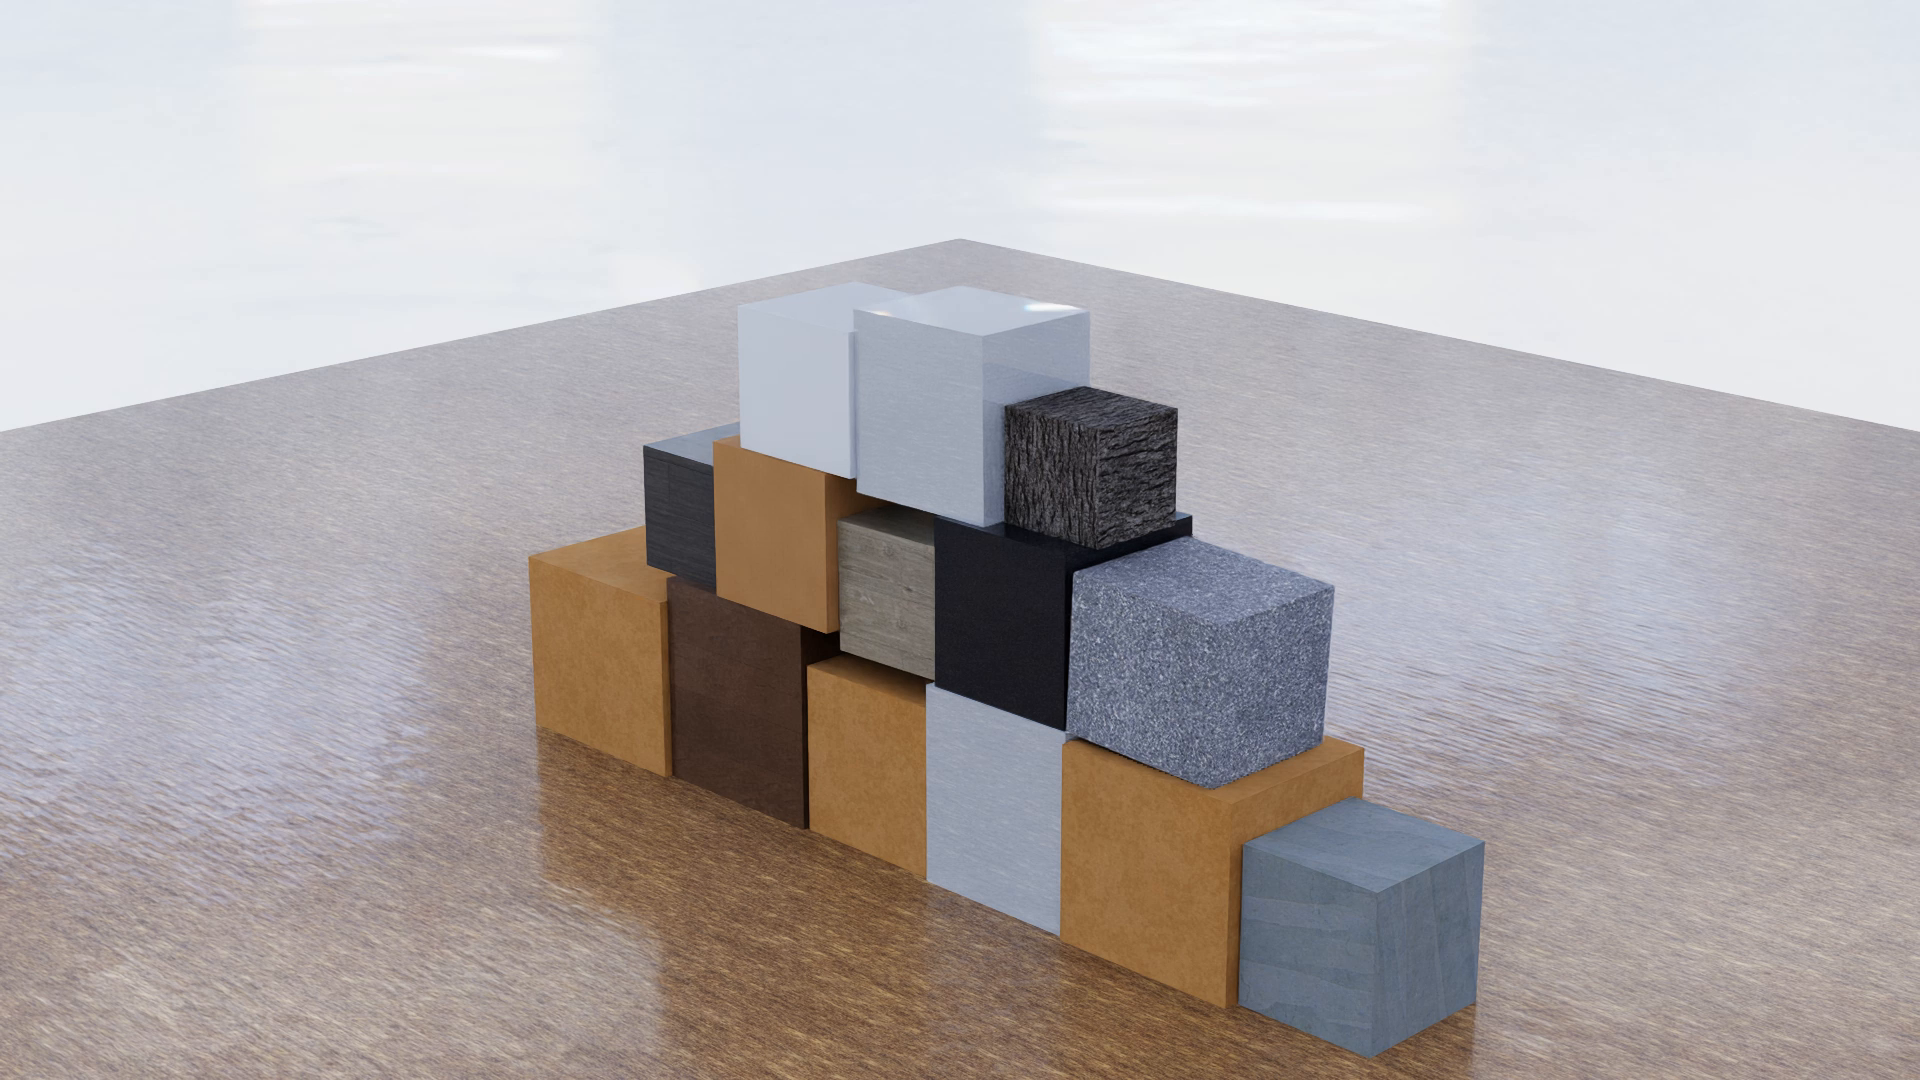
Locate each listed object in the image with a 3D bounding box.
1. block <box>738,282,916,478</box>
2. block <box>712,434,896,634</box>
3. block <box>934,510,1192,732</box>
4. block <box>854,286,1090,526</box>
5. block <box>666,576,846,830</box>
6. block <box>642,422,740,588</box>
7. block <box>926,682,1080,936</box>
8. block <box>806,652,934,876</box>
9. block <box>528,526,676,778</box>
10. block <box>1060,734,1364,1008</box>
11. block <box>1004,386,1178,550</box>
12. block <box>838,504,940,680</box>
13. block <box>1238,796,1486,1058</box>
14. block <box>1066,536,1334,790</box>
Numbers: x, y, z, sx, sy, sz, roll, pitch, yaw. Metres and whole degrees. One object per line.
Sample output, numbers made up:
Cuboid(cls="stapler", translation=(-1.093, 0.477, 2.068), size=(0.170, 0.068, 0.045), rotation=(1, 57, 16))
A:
Cuboid(cls="block", translation=(-0.499, -0.755, 13.602), size=(0.742, 0.676, 0.749), rotation=(-17, 24, -42))
Cuboid(cls="block", translation=(-0.590, -0.107, 13.946), size=(0.846, 0.768, 0.780), rotation=(-17, 24, -42))
Cuboid(cls="block", translation=(0.455, 0.273, 12.977), size=(0.819, 0.792, 0.784), rotation=(-17, 24, -42))
Cuboid(cls="block", translation=(0.054, -0.612, 13.069), size=(0.676, 0.845, 0.802), rotation=(-17, 23, -42))
Cuboid(cls="block", translation=(-0.797, 0.696, 14.401), size=(0.821, 1.037, 0.973), rotation=(-17, 24, -42))
Cuboid(cls="block", translation=(-1.091, -0.180, 14.434), size=(0.693, 0.615, 0.600), rotation=(-17, 24, -42))
Cuboid(cls="block", translation=(0.448, 1.103, 13.246), size=(0.845, 0.953, 0.851), rotation=(-17, 24, -42))
Cuboid(cls="block", translation=(-0.168, 0.991, 13.813), size=(0.737, 0.827, 0.813), rotation=(-17, 24, -42))
Cuboid(cls="block", translation=(-1.530, 0.539, 15.101), size=(0.876, 0.916, 1.056), rotation=(-17, 24, -42))
Cuboid(cls="block", translation=(1.079, 1.315, 12.633), size=(0.881, 0.916, 0.938), rotation=(-17, 24, -42))
Cuboid(cls="block", translation=(0.564, -0.320, 12.668), size=(0.497, 0.525, 0.552), rotation=(-17, 24, -42))
Cuboid(cls="block", translation=(-0.073, 0.199, 13.500), size=(0.703, 0.629, 0.670), rotation=(-17, 23, -42))
Cuboid(cls="block", translation=(1.654, 1.582, 12.104), size=(0.722, 0.723, 0.683), rotation=(-17, 24, -42))
Cuboid(cls="block", translation=(1.011, 0.505, 12.413), size=(0.727, 0.724, 0.819), rotation=(-17, 27, -42))
